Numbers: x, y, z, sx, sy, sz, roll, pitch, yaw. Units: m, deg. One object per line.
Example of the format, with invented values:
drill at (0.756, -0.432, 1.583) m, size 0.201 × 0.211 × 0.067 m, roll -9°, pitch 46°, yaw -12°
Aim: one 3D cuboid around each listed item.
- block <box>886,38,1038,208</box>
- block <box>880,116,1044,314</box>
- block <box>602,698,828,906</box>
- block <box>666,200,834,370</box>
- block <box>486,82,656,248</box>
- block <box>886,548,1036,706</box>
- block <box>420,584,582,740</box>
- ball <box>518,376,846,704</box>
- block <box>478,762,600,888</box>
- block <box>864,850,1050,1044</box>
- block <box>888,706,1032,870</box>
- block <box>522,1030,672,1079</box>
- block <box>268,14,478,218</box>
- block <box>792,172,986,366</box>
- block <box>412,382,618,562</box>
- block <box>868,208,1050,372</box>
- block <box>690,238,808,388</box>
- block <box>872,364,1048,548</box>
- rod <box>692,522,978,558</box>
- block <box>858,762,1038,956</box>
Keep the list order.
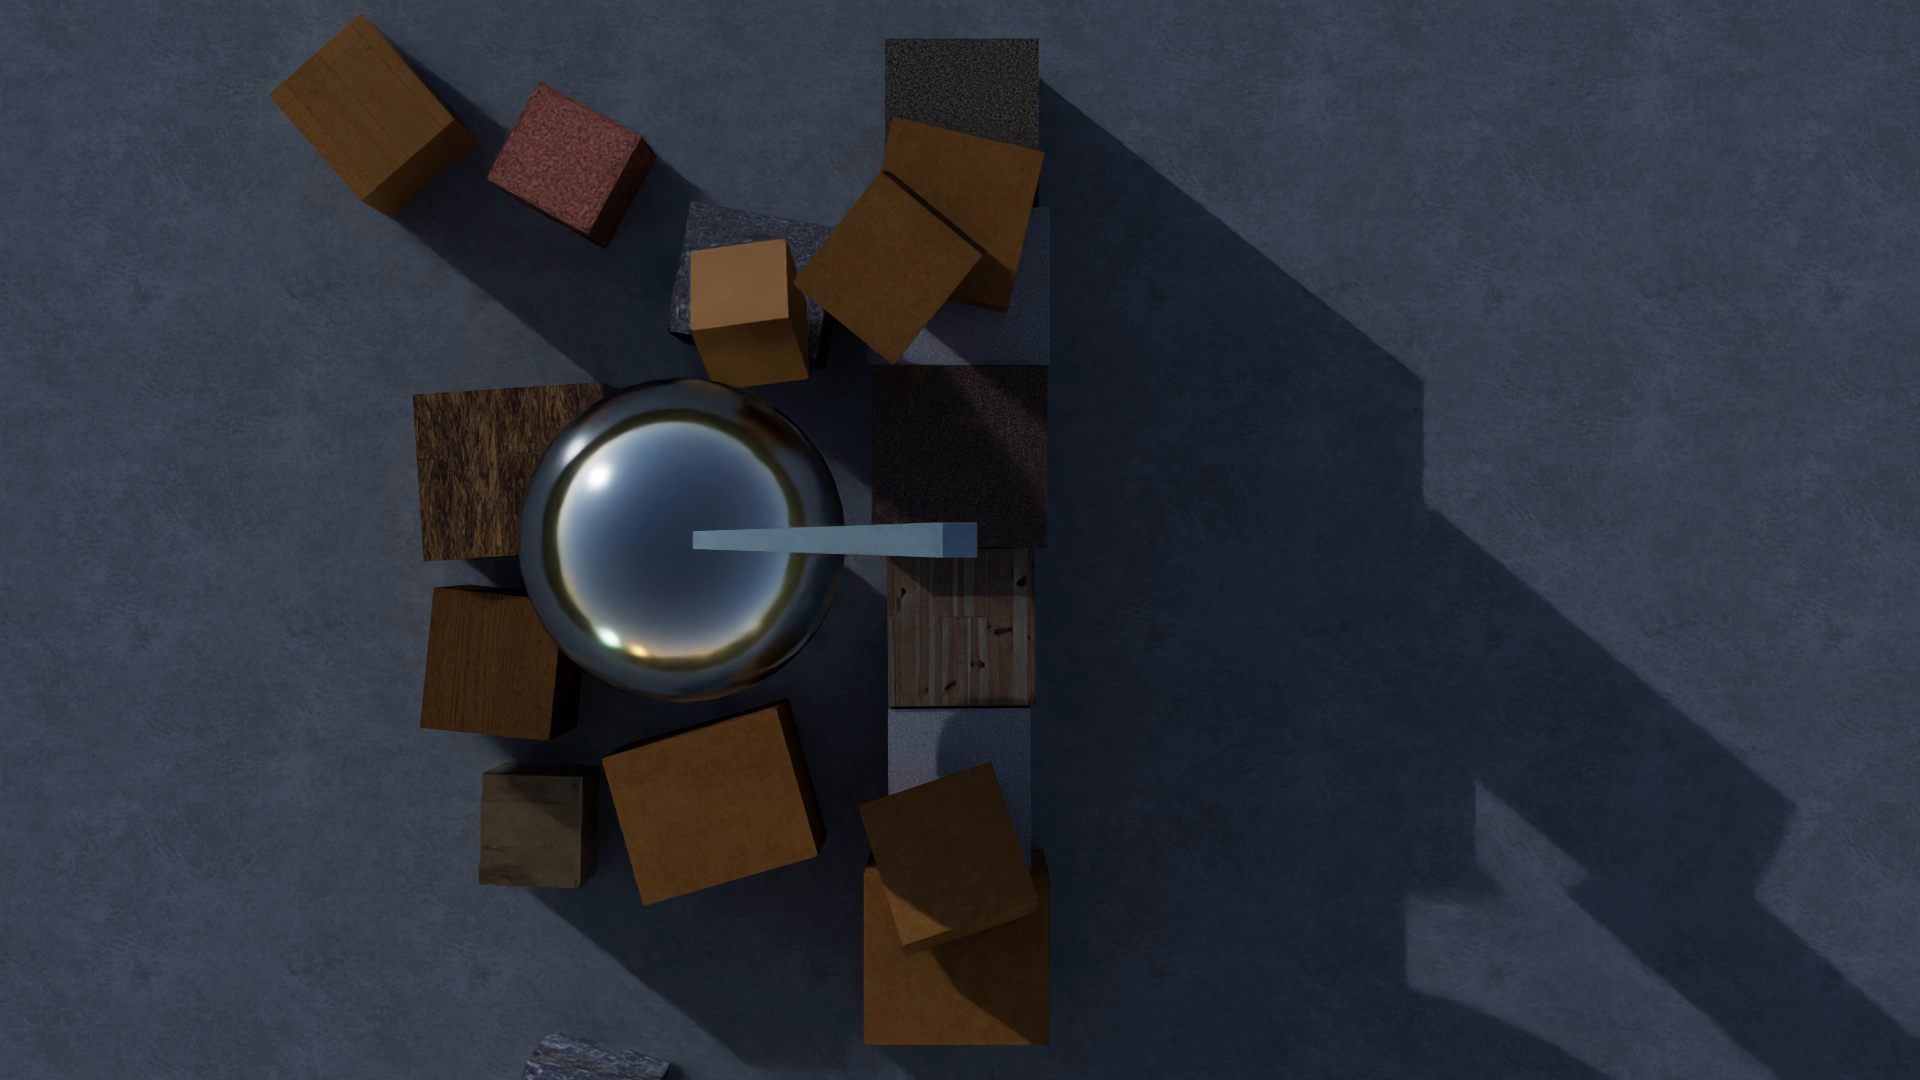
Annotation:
block at (0.011, -2.303, 12.550) m, size 0.846 × 0.900 × 0.913 m, roll 0°, pitch 90°, yaw 0°
block at (-0.041, -1.707, 11.685) m, size 0.797 × 0.840 × 0.814 m, roll 13°, pitch 94°, yaw 0°
block at (-1.382, 1.478, 12.577) m, size 1.005 × 0.846 × 0.845 m, roll -16°, pitch 90°, yaw 0°
block at (-1.145, -1.443, 12.589) m, size 0.842 × 0.822 × 0.731 m, roll 10°, pitch 90°, yaw 0°
block at (-2.229, -2.151, 12.686) m, size 0.655 × 0.628 × 0.629 m, roll 29°, pitch 90°, yaw 0°
block at (0.007, 0.482, 12.567) m, size 0.815 × 0.867 × 0.868 m, roll -1°, pitch 90°, yaw 0°
block at (-2.584, 0.685, 12.563) m, size 0.716 × 0.874 × 0.777 m, roll 6°, pitch 90°, yaw 0°
ball at (-1.361, 0.000, 10.813) m, size 1.600 × 1.600 × 1.600 m, roll 0°, pitch 90°, yaw 0°
block at (-2.425, 1.641, 12.709) m, size 0.568 × 0.575 × 0.629 m, roll 2°, pitch 90°, yaw 0°
block at (-0.018, 2.295, 12.509) m, size 1.016 × 0.981 × 0.928 m, roll 0°, pitch 90°, yaw 0°
block at (-0.002, 1.378, 12.575) m, size 0.788 × 0.851 × 0.895 m, roll 0°, pitch 90°, yaw 0°
block at (-2.156, 3.365, 12.621) m, size 0.735 × 0.758 × 0.775 m, roll 14°, pitch 90°, yaw 0°
block at (-3.363, -2.432, 12.675) m, size 0.698 × 0.650 × 0.792 m, roll -41°, pitch 90°, yaw 0°
block at (-0.342, -1.365, 10.981) m, size 0.636 × 0.608 × 0.692 m, roll 39°, pitch 99°, yaw -4°
block at (-2.444, -0.373, 12.507) m, size 1.036 × 0.985 × 0.914 m, roll -4°, pitch 90°, yaw 0°
block at (-0.008, -1.401, 12.567) m, size 1.006 × 0.866 × 0.870 m, roll 0°, pitch 90°, yaw 0°
block at (-1.127, -1.203, 11.784) m, size 0.520 × 0.561 × 0.524 m, roll -7°, pitch 59°, yaw 4°
block at (-0.002, -0.457, 12.498) m, size 0.958 × 1.003 × 0.994 m, roll 0°, pitch 90°, yaw 0°
rod at (-0.590, 0.000, 7.502) m, size 0.080 × 5.200 × 0.080 m, roll 0°, pitch 90°, yaw -13°
block at (-0.065, 1.703, 11.682) m, size 0.732 × 0.715 × 0.755 m, roll -18°, pitch 76°, yaw -5°
